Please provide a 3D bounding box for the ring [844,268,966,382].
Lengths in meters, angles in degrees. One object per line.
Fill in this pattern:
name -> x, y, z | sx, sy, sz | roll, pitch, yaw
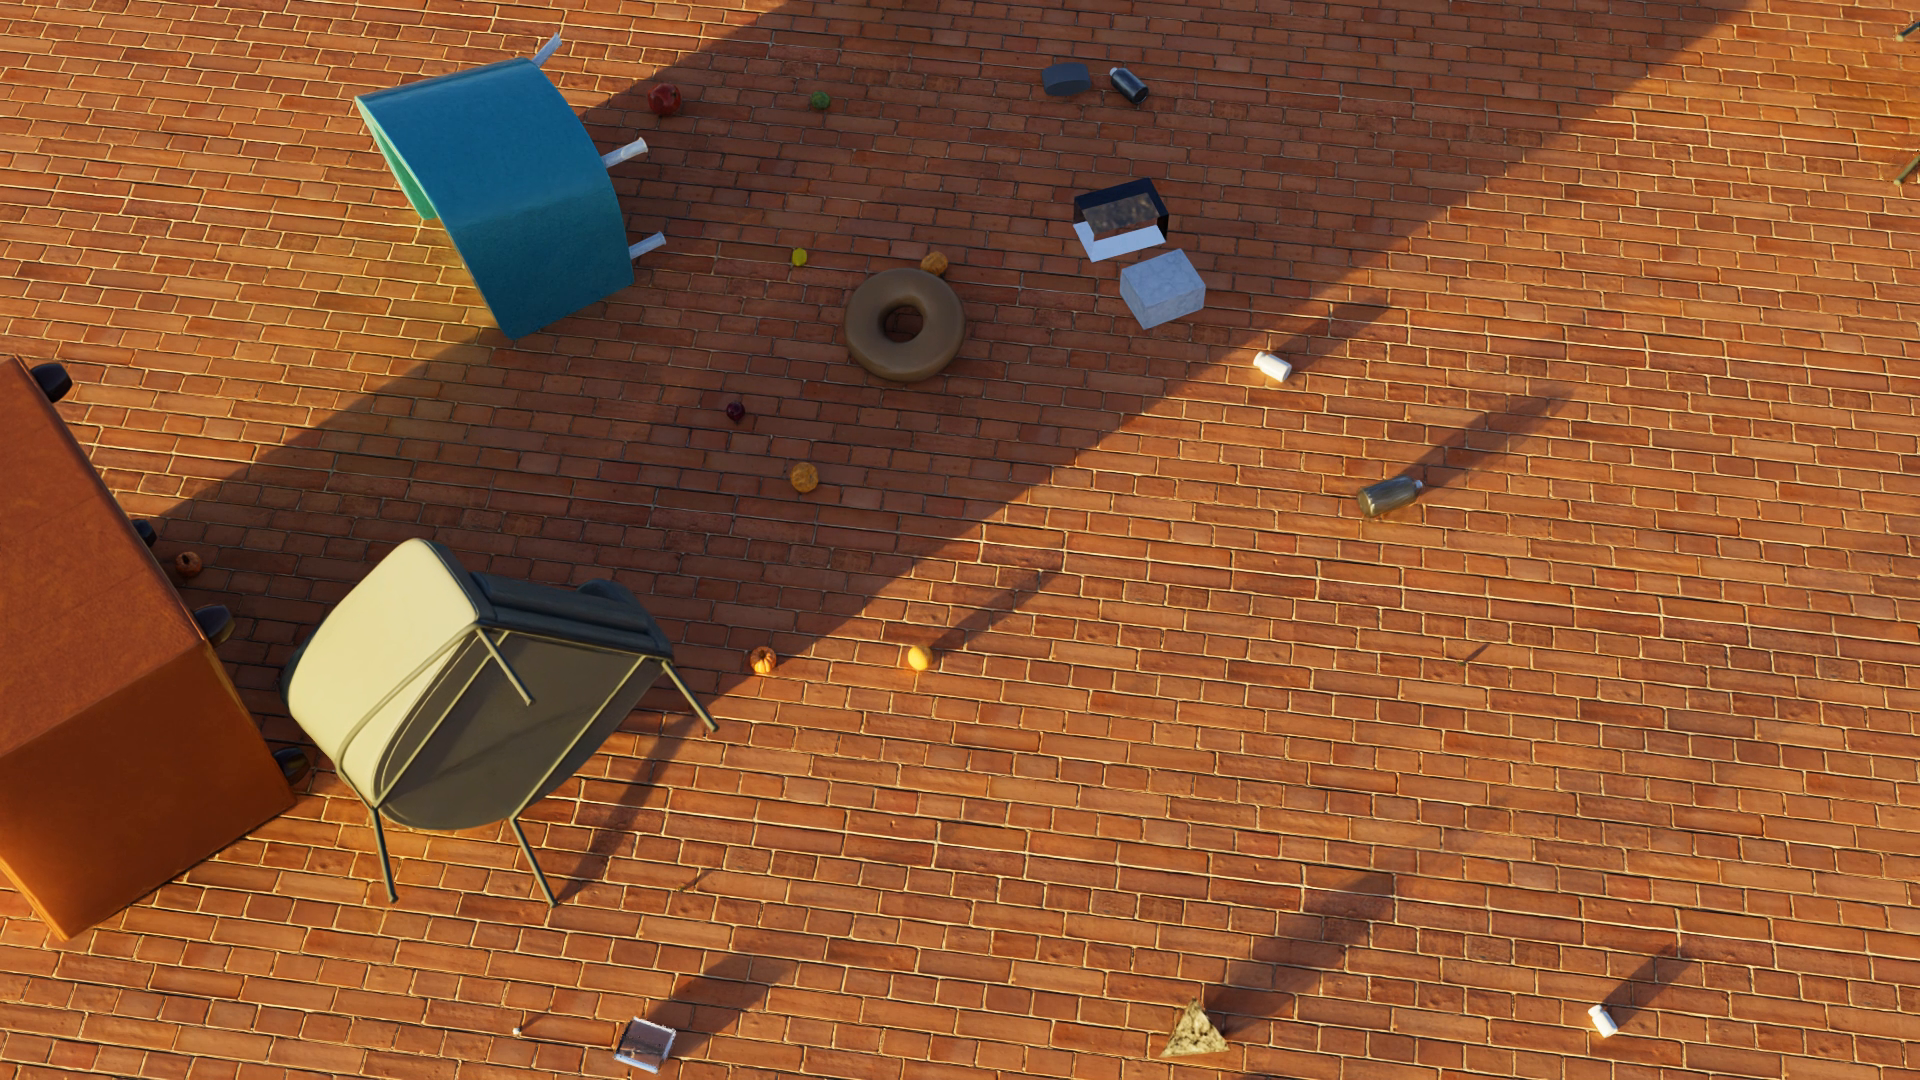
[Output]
ring -> -0.175, -0.676, 6.902 | 0.441, 0.105, 0.373 | 32, 86, 30

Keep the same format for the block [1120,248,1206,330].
block -> 0.648, -0.804, 7.046 | 0.213, 0.112, 0.173 | -21, 59, -13

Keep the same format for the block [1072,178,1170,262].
block -> 0.525, -1.048, 7.196 | 0.262, 0.136, 0.174 | -16, 58, -11

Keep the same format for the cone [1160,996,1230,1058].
cone -> 0.582, 1.291, 5.681 | 0.163, 0.088, 0.167 | -33, 66, -3
